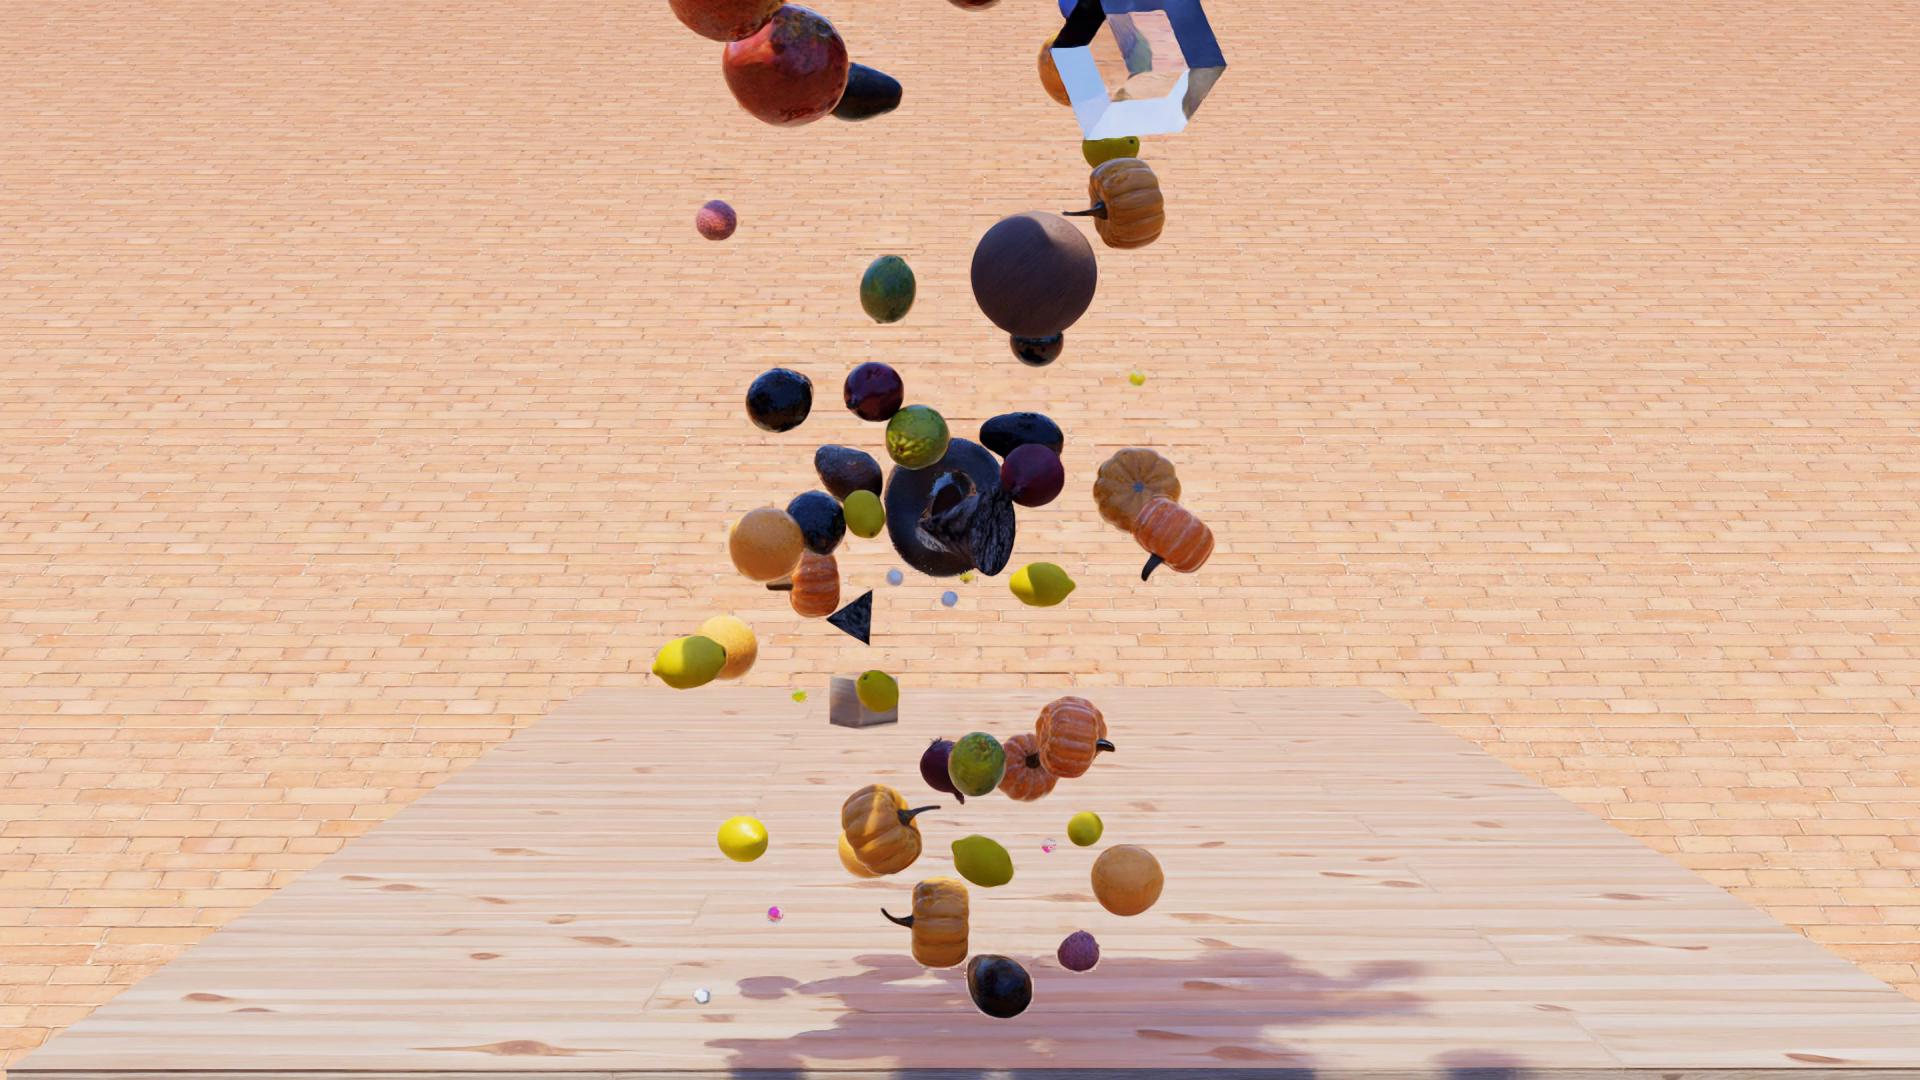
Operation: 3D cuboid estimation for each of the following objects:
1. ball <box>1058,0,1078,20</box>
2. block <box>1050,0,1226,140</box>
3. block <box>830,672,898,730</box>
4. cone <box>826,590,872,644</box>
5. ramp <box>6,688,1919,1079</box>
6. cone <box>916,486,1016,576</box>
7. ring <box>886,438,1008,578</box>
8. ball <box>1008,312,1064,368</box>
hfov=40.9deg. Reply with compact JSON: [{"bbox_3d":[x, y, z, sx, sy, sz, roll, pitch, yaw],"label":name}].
[{"bbox_3d":[0.122,-0.503,2.378,0.065,0.065,0.065,0,24,0],"label":"ball"},{"bbox_3d":[0.150,-0.409,2.183,0.095,0.095,0.095,-10,68,-26],"label":"block"},{"bbox_3d":[-0.107,0.178,2.859,0.054,0.054,0.054,-5,7,-43],"label":"block"},{"bbox_3d":[-0.105,0.073,2.695,0.053,0.053,0.053,30,-4,2],"label":"cone"},{"bbox_3d":[0.055,0.499,4.546,2.000,0.100,4.000,0,2,0],"label":"ramp"},{"bbox_3d":[-0.005,-0.011,2.366,0.083,0.083,0.083,5,23,29],"label":"cone"},{"bbox_3d":[-0.013,-0.034,2.656,0.147,0.147,0.049,19,3,36],"label":"ring"},{"bbox_3d":[0.083,-0.216,2.781,0.060,0.060,0.060,0,24,0],"label":"ball"}]
